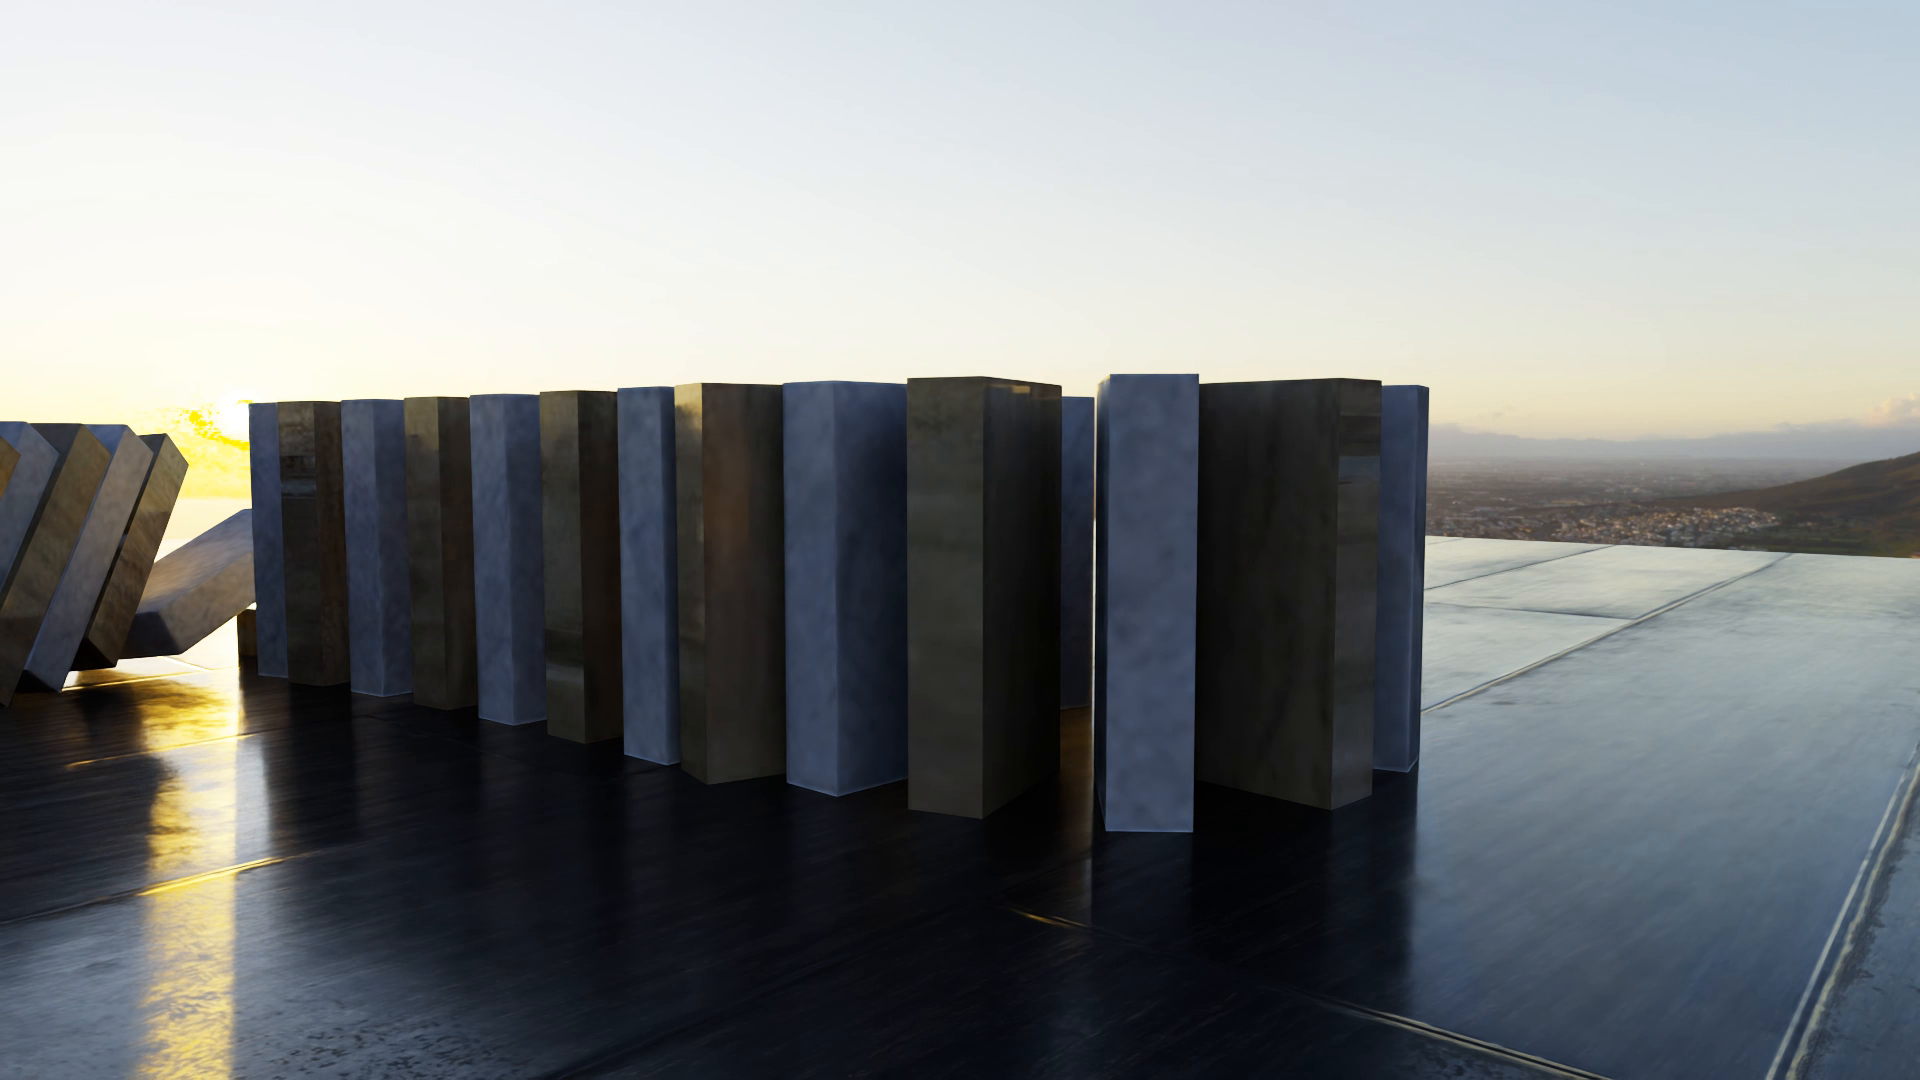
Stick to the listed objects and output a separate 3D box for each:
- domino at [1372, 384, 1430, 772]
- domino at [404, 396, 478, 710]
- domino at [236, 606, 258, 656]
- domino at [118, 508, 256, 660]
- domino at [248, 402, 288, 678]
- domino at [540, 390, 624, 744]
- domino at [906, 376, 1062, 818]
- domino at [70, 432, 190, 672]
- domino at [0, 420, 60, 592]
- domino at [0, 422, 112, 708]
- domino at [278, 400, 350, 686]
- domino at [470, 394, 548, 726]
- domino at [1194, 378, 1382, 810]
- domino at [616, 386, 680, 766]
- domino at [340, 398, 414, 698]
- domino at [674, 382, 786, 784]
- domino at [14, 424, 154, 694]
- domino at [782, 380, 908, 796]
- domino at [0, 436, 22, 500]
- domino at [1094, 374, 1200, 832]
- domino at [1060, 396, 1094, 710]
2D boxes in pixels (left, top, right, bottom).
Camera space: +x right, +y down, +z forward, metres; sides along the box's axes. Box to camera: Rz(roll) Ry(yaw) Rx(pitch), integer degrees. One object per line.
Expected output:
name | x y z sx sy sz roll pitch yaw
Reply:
domino | 0.049 0.004 0.175 0.025 0.050 0.009 2 5 28
domino | -0.079 0.001 0.216 0.010 0.050 0.025 3 5 36
domino | -0.125 0.017 0.277 0.025 0.010 0.050 2 5 25
domino | -0.154 0.007 0.265 0.025 0.009 0.050 -5 25 17
domino | -0.120 -0.001 0.244 0.010 0.050 0.025 2 5 25
domino | -0.049 0.003 0.193 0.009 0.050 0.025 4 6 40
domino | 0.004 0.006 0.157 0.010 0.050 0.025 2 5 25
domino | -0.168 0.002 0.243 0.025 0.050 0.009 -5 -39 -4
domino | -0.168 0.004 0.205 0.025 0.050 0.010 0 -31 -1
domino | -0.167 0.003 0.216 0.025 0.050 0.010 0 -31 -1
domino | -0.110 0.000 0.237 0.010 0.050 0.025 2 5 27
domino | -0.063 0.002 0.205 0.010 0.050 0.025 3 5 38
domino | 0.038 0.006 0.160 0.010 0.050 0.025 -4 6 -44
domino | -0.034 0.004 0.181 0.010 0.050 0.025 4 6 40
domino | -0.094 0.001 0.227 0.010 0.050 0.025 3 5 34
domino | -0.023 0.005 0.169 0.025 0.050 0.010 -3 5 -32
domino | -0.166 0.002 0.228 0.025 0.050 0.010 0 -31 -1
domino | -0.010 0.005 0.165 0.010 0.050 0.025 4 6 43
domino | -0.166 0.005 0.193 0.025 0.050 0.010 0 -31 -1
domino | 0.021 0.006 0.152 0.009 0.050 0.025 0 4 3
domino | 0.011 0.001 0.215 0.009 0.050 0.025 -3 5 -32
